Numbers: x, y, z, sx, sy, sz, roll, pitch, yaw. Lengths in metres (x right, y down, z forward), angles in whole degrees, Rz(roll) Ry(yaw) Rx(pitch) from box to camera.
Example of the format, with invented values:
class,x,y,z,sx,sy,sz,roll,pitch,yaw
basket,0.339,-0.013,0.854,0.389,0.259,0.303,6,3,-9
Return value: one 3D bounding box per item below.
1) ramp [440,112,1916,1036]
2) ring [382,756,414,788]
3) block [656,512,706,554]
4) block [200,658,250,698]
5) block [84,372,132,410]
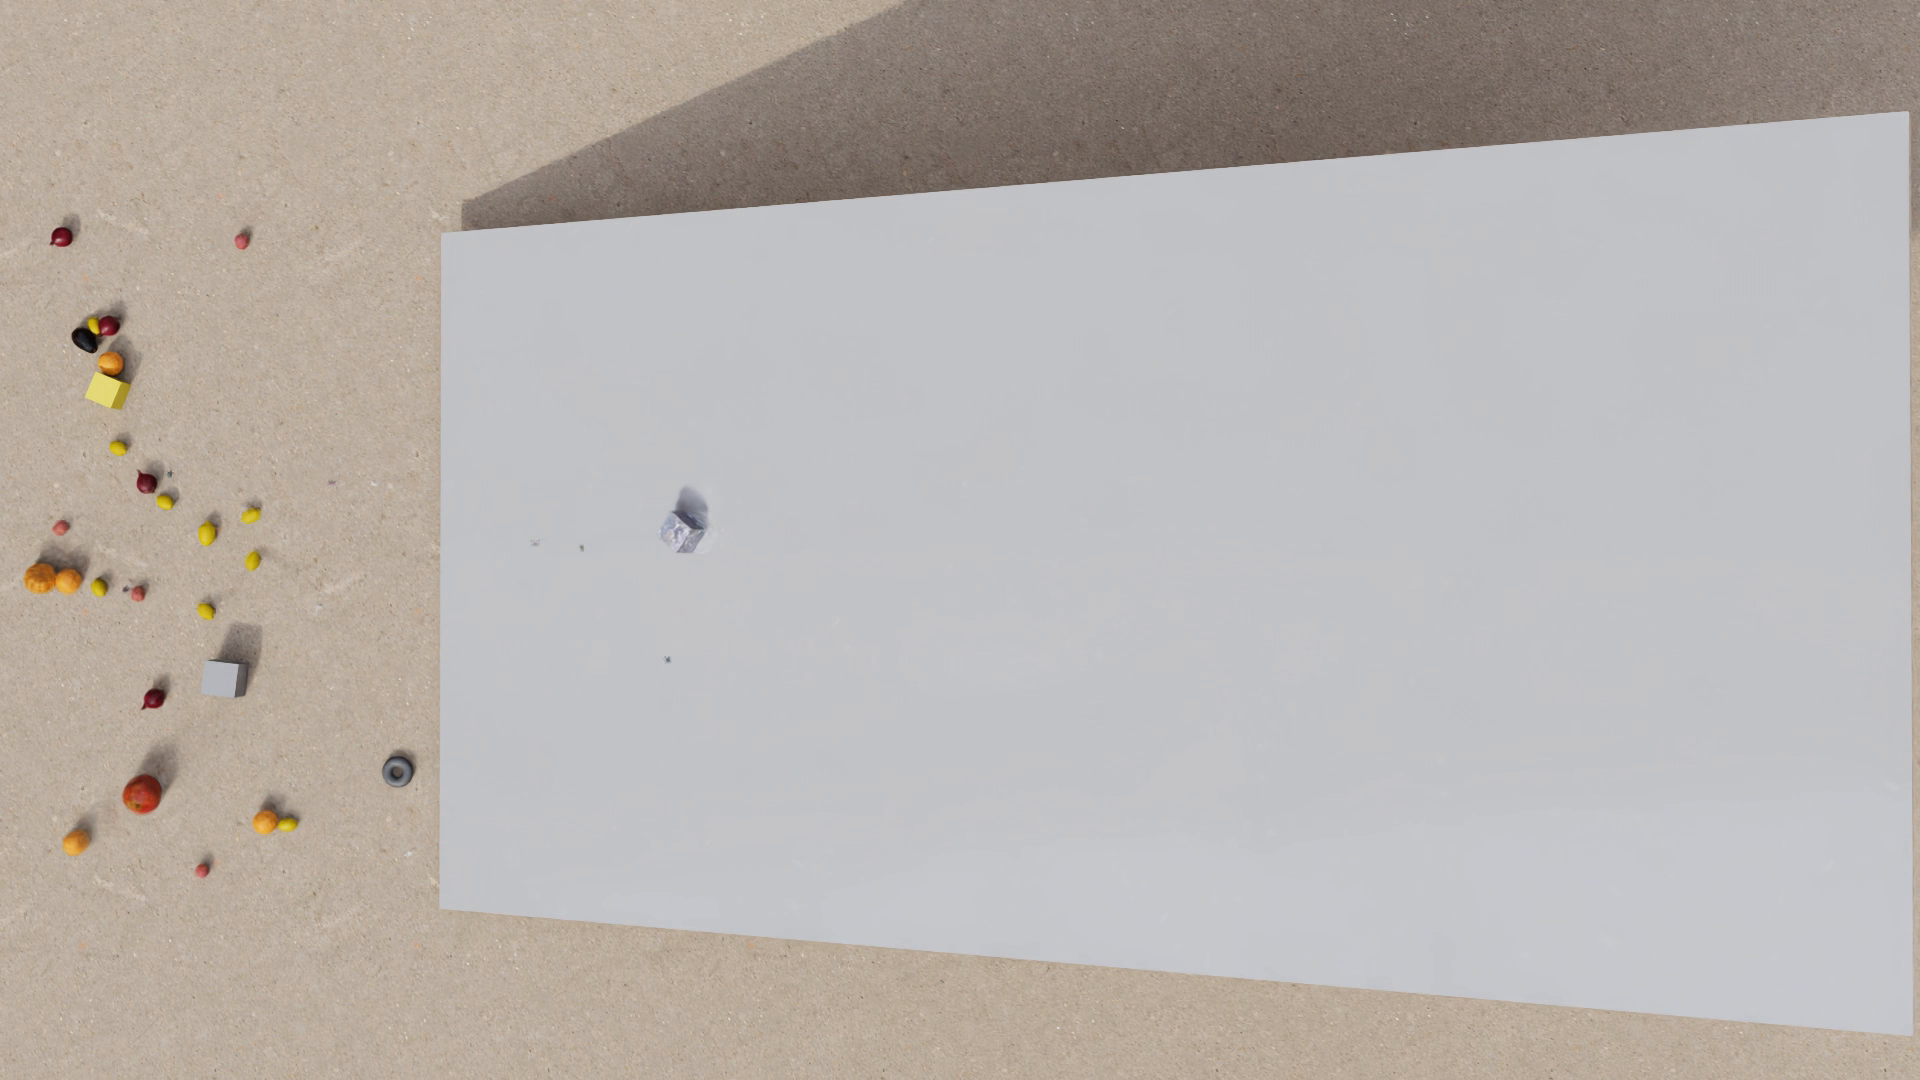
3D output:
class,x,y,z,sx,sy,sz,roll,pitch,yaw
ramp,0.281,0.080,5.677,4.000,0.100,2.000,0,89,26
ring,-1.682,0.694,6.577,0.094,0.031,0.094,0,89,1
block,-0.770,-0.021,6.090,0.082,0.082,0.082,40,106,21
block,-2.187,0.412,6.546,0.100,0.100,0.100,7,89,0
block,-2.542,-0.445,6.564,0.083,0.083,0.083,23,89,0
